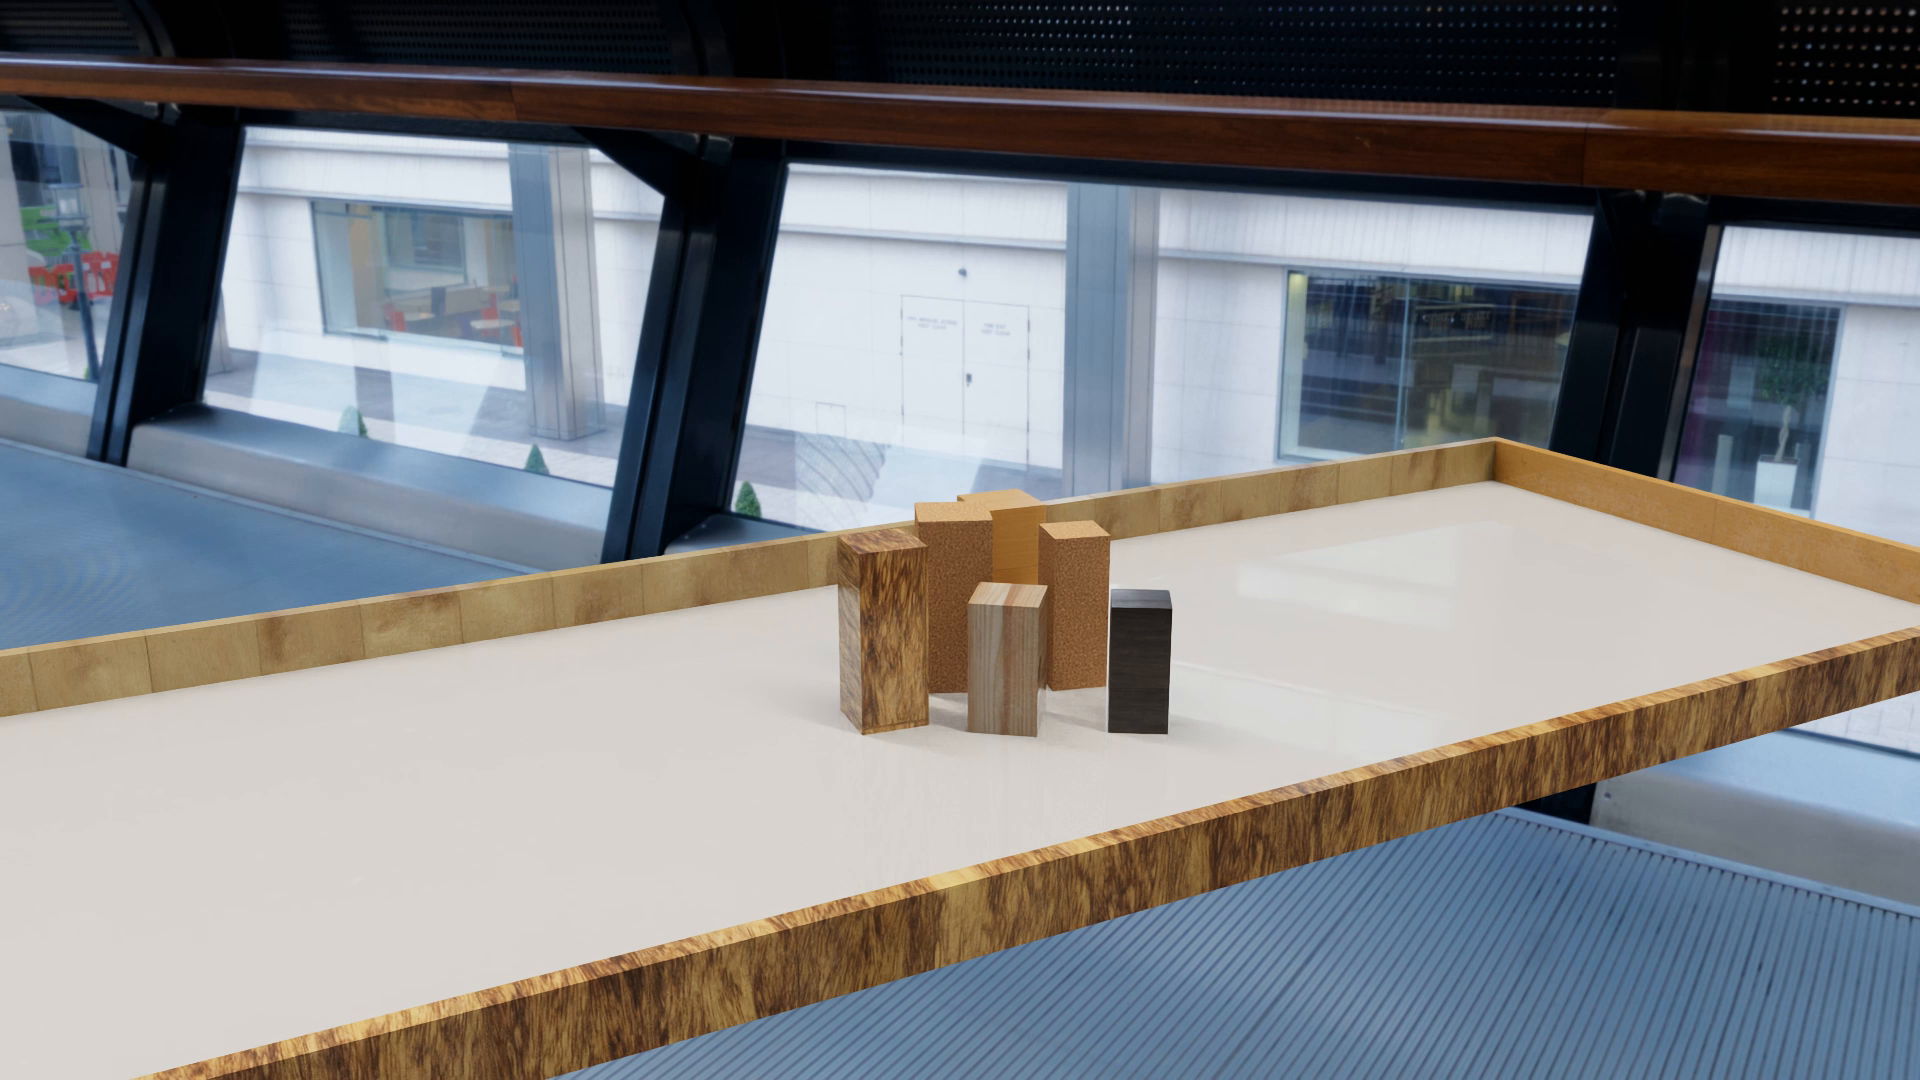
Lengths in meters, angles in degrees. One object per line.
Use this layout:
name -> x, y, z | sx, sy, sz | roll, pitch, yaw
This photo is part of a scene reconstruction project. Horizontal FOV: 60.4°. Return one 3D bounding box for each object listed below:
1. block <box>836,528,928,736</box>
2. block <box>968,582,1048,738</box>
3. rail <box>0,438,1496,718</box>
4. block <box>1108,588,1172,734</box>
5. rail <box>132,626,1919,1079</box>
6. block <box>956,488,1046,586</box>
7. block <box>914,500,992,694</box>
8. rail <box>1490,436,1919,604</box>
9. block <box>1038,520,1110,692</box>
block -> -0.180, 0.212, 3.857 | 0.165, 0.438, 0.165 | -6, 18, -21
block -> 0.112, 0.277, 3.852 | 0.162, 0.316, 0.162 | 3, 17, 10
rail -> -3.305, 0.497, 3.399 | 12.000, 0.150, 0.050 | -9, 18, -27
block -> 0.418, 0.282, 3.848 | 0.137, 0.308, 0.137 | 1, 16, 4
rail -> -2.336, 1.006, 1.665 | 12.000, 0.150, 0.050 | -9, 18, -27
block -> 0.107, 0.085, 4.361 | 0.178, 0.397, 0.178 | -7, 18, -21
block -> -0.017, 0.141, 4.094 | 0.178, 0.441, 0.178 | -1, 16, -5
rail -> 2.466, -0.048, 5.253 | 0.050, 0.150, 2.100 | -9, 18, -27
block -> 0.281, 0.162, 4.107 | 0.140, 0.392, 0.140 | -4, 17, -13
